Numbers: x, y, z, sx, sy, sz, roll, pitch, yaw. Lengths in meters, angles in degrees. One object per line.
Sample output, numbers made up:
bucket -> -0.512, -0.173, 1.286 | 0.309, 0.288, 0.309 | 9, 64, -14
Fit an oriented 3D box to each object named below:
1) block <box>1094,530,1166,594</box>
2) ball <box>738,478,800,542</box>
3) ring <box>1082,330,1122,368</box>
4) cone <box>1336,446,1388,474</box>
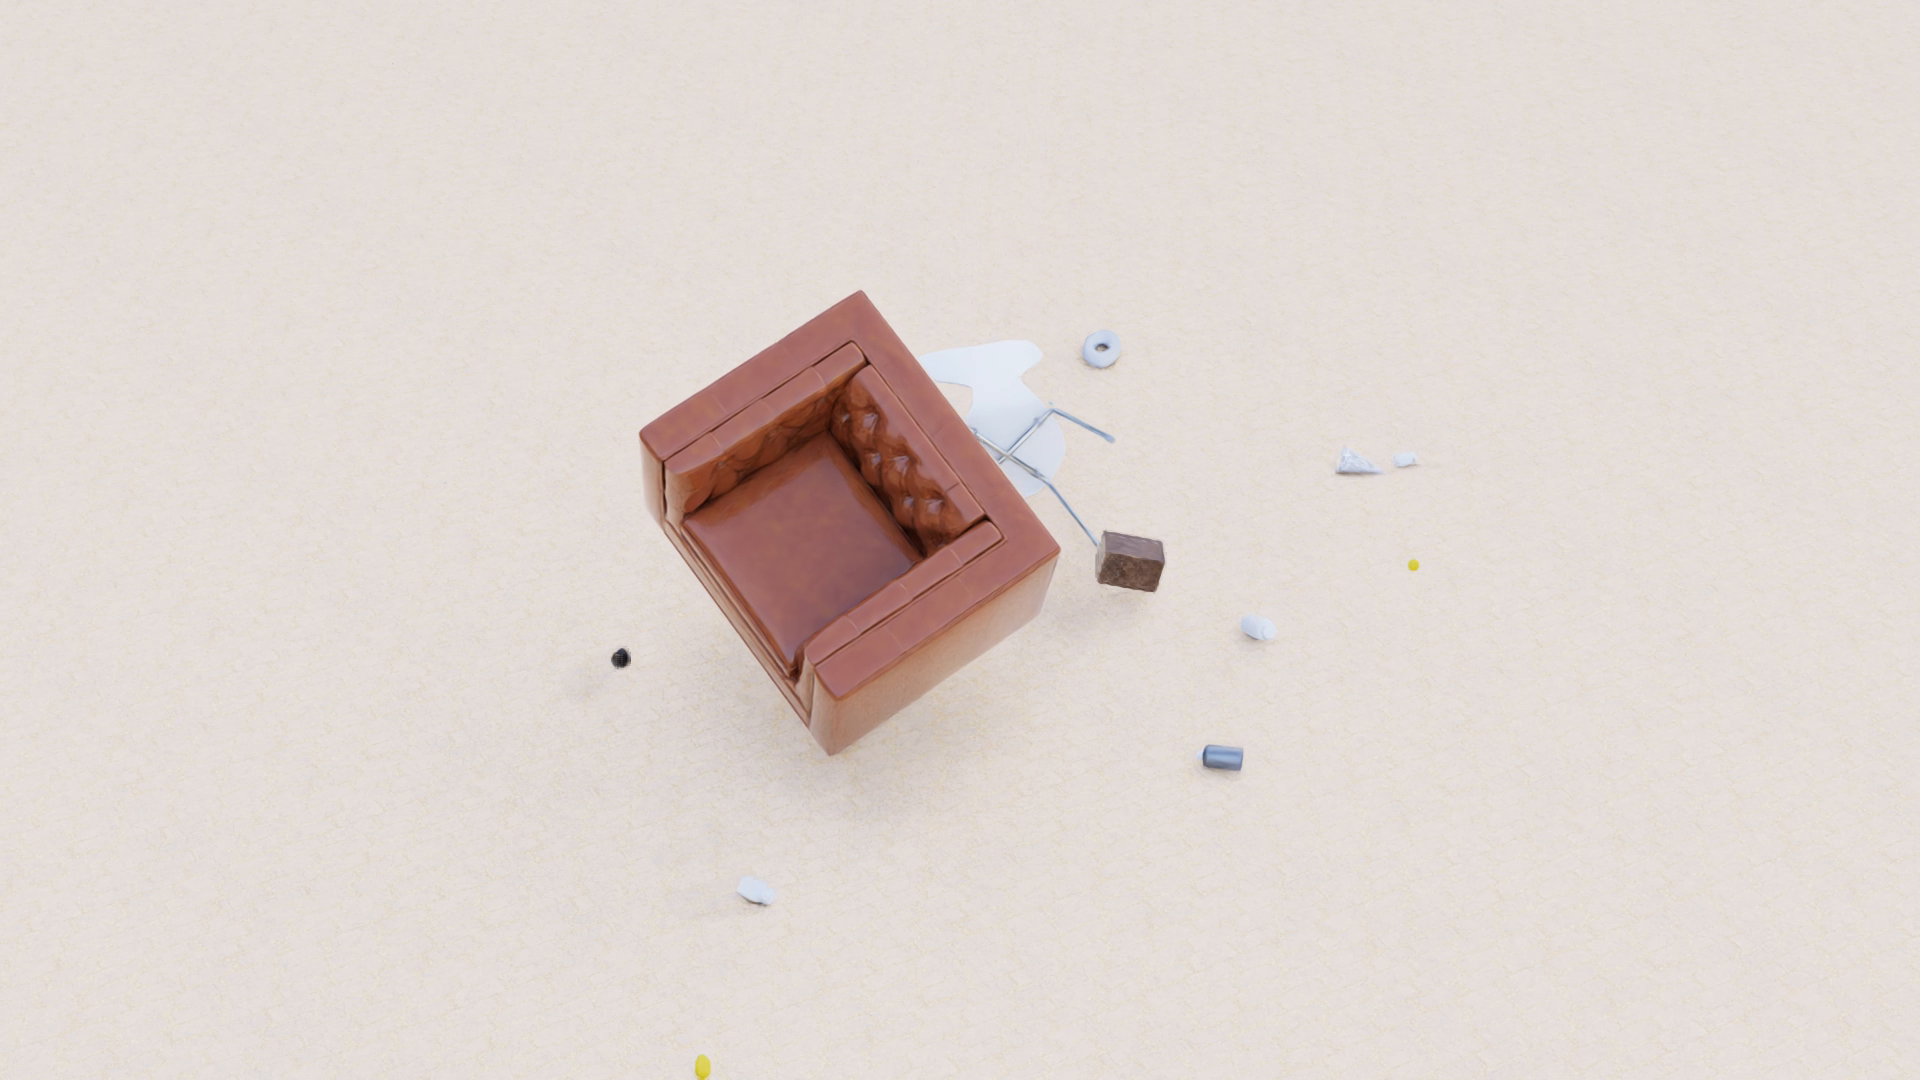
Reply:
block -> 0.608, 0.079, 10.526 | 0.218, 0.135, 0.143 | 10, 31, -8
ball -> -0.709, -0.111, 10.900 | 0.234, 0.234, 0.234 | 0, 33, 0
ring -> 0.584, -0.790, 12.099 | 0.161, 0.050, 0.283 | 3, 34, 7
cone -> 1.565, -0.286, 11.330 | 0.201, 0.104, 0.140 | 18, 14, -1
